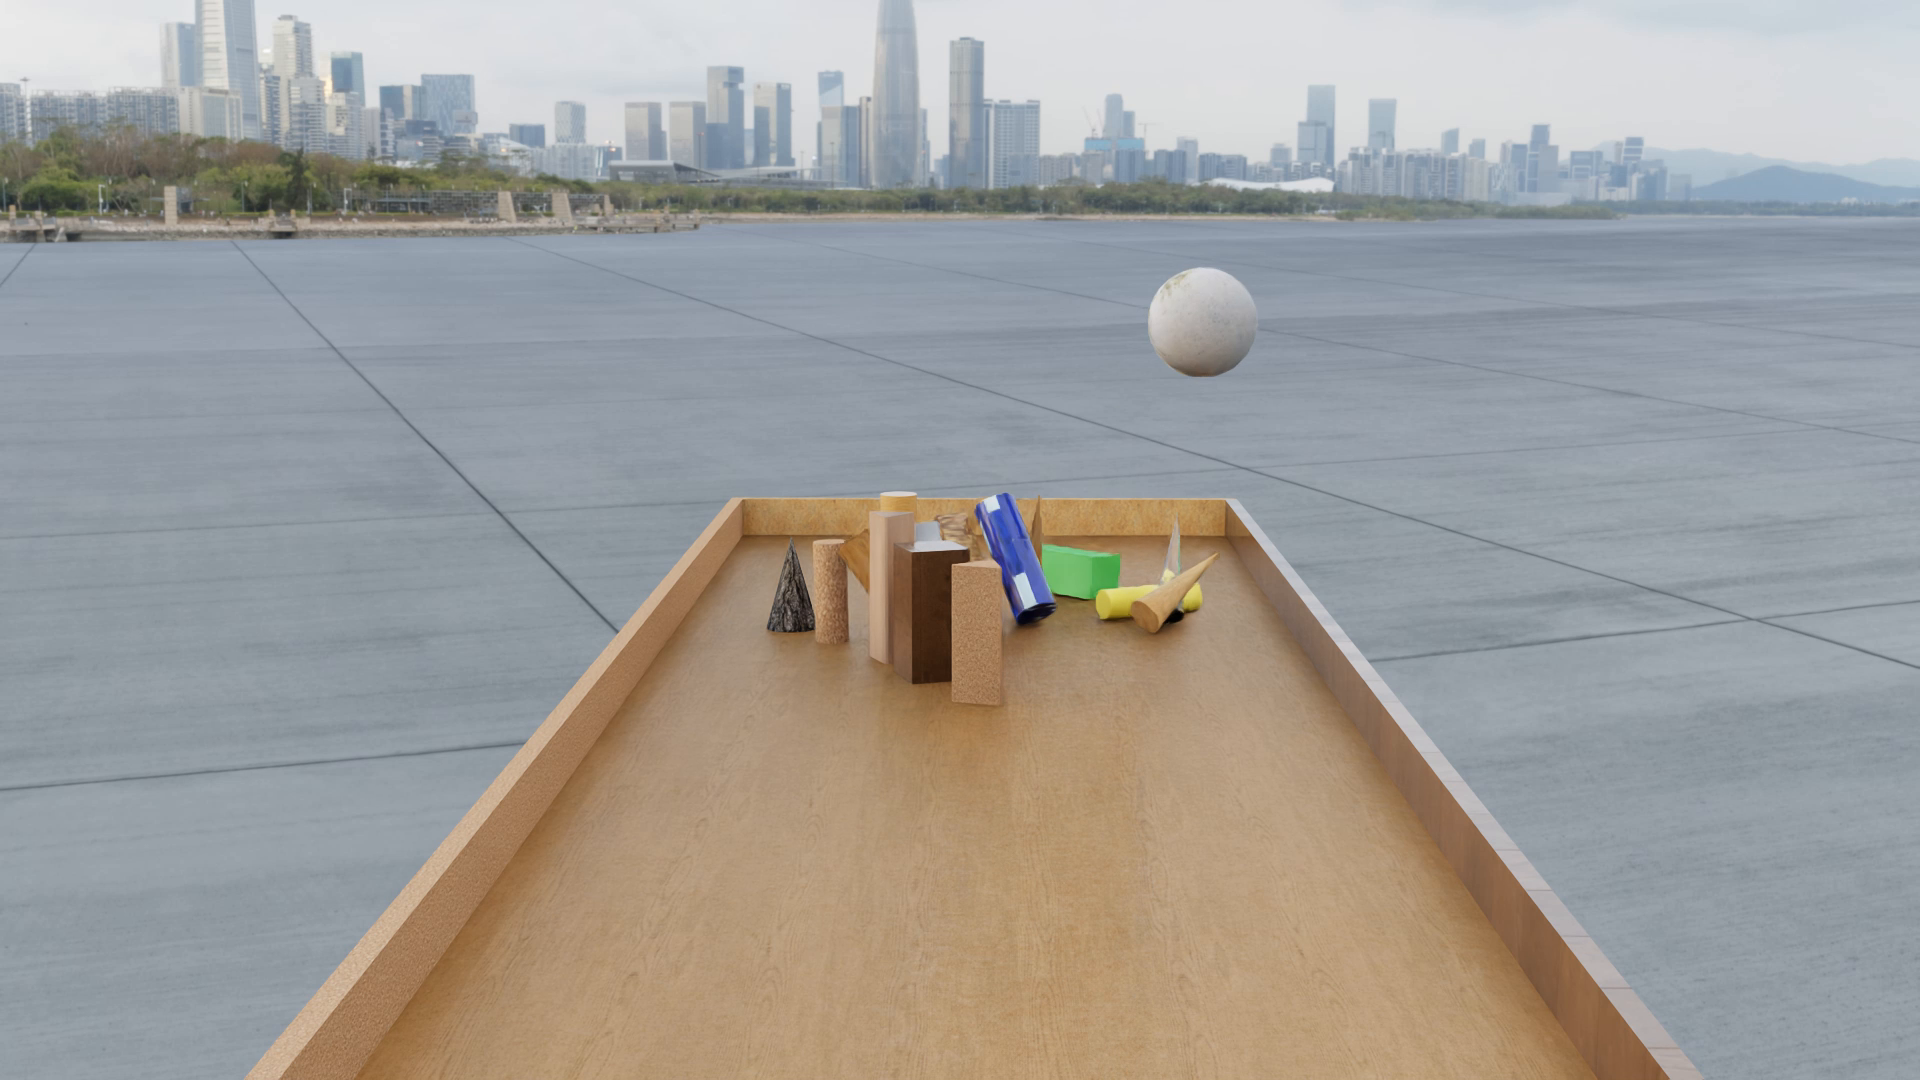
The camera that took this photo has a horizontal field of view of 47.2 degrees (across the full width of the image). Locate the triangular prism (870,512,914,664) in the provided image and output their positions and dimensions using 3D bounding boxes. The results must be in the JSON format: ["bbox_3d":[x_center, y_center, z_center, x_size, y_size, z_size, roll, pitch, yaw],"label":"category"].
[{"bbox_3d":[-0.228,0.140,6.692,0.119,0.449,0.137,7,11,36],"label":"triangular prism"}]

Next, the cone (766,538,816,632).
[{"bbox_3d":[-0.549,0.136,7.180,0.170,0.303,0.170,0,9,0],"label":"cone"}]

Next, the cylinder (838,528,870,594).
[{"bbox_3d":[-0.207,0.146,6.857,0.153,0.376,0.153,-37,-6,-5],"label":"cylinder"}]

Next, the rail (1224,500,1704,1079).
[{"bbox_3d":[1.046,0.843,3.208,0.050,0.150,12.000,0,9,1],"label":"rail"}]

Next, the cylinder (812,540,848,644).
[{"bbox_3d":[-0.409,0.162,6.968,0.105,0.317,0.105,-1,9,0],"label":"cylinder"}]

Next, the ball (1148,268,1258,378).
[{"bbox_3d":[0.813,-0.729,7.379,0.368,0.368,0.368,0,9,0],"label":"ball"}]

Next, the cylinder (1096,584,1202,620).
[{"bbox_3d":[0.637,0.203,7.403,0.352,0.102,0.102,-4,10,-25],"label":"cylinder"}]

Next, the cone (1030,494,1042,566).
[{"bbox_3d":[0.250,0.035,7.397,0.102,0.424,0.102,6,-6,1],"label":"cone"}]

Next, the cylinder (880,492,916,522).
[{"bbox_3d":[-0.200,0.067,7.189,0.119,0.438,0.119,0,9,0],"label":"cylinder"}]

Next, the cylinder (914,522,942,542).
[{"bbox_3d":[-0.127,0.125,7.017,0.154,0.352,0.154,-5,-3,0],"label":"cylinder"}]

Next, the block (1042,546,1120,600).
[{"bbox_3d":[0.393,0.113,7.787,0.319,0.148,0.148,9,8,43],"label":"block"}]

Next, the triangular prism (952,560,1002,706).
[{"bbox_3d":[0.069,0.255,6.161,0.147,0.387,0.127,4,10,22],"label":"triangular prism"}]

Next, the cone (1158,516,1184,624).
[{"bbox_3d":[0.710,0.077,7.329,0.107,0.400,0.107,7,-30,4],"label":"cone"}]

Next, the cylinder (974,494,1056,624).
[{"bbox_3d":[0.182,0.061,7.291,0.143,0.418,0.143,-17,-24,-8],"label":"cylinder"}]

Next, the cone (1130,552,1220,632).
[{"bbox_3d":[0.731,0.142,7.194,0.392,0.122,0.122,-38,29,-29],"label":"cone"}]

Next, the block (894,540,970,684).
[{"bbox_3d":[-0.084,0.209,6.451,0.176,0.388,0.176,-3,10,-19],"label":"block"}]

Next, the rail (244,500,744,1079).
[{"bbox_3d":[-1.004,0.839,3.234,0.050,0.150,12.000,0,9,1],"label":"rail"}]

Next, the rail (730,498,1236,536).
[{"bbox_3d":[0.099,-0.098,9.147,2.100,0.150,0.050,0,9,1],"label":"rail"}]

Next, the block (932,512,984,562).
[{"bbox_3d":[0.007,0.093,7.316,0.112,0.355,0.112,-6,-28,-31],"label":"block"}]
